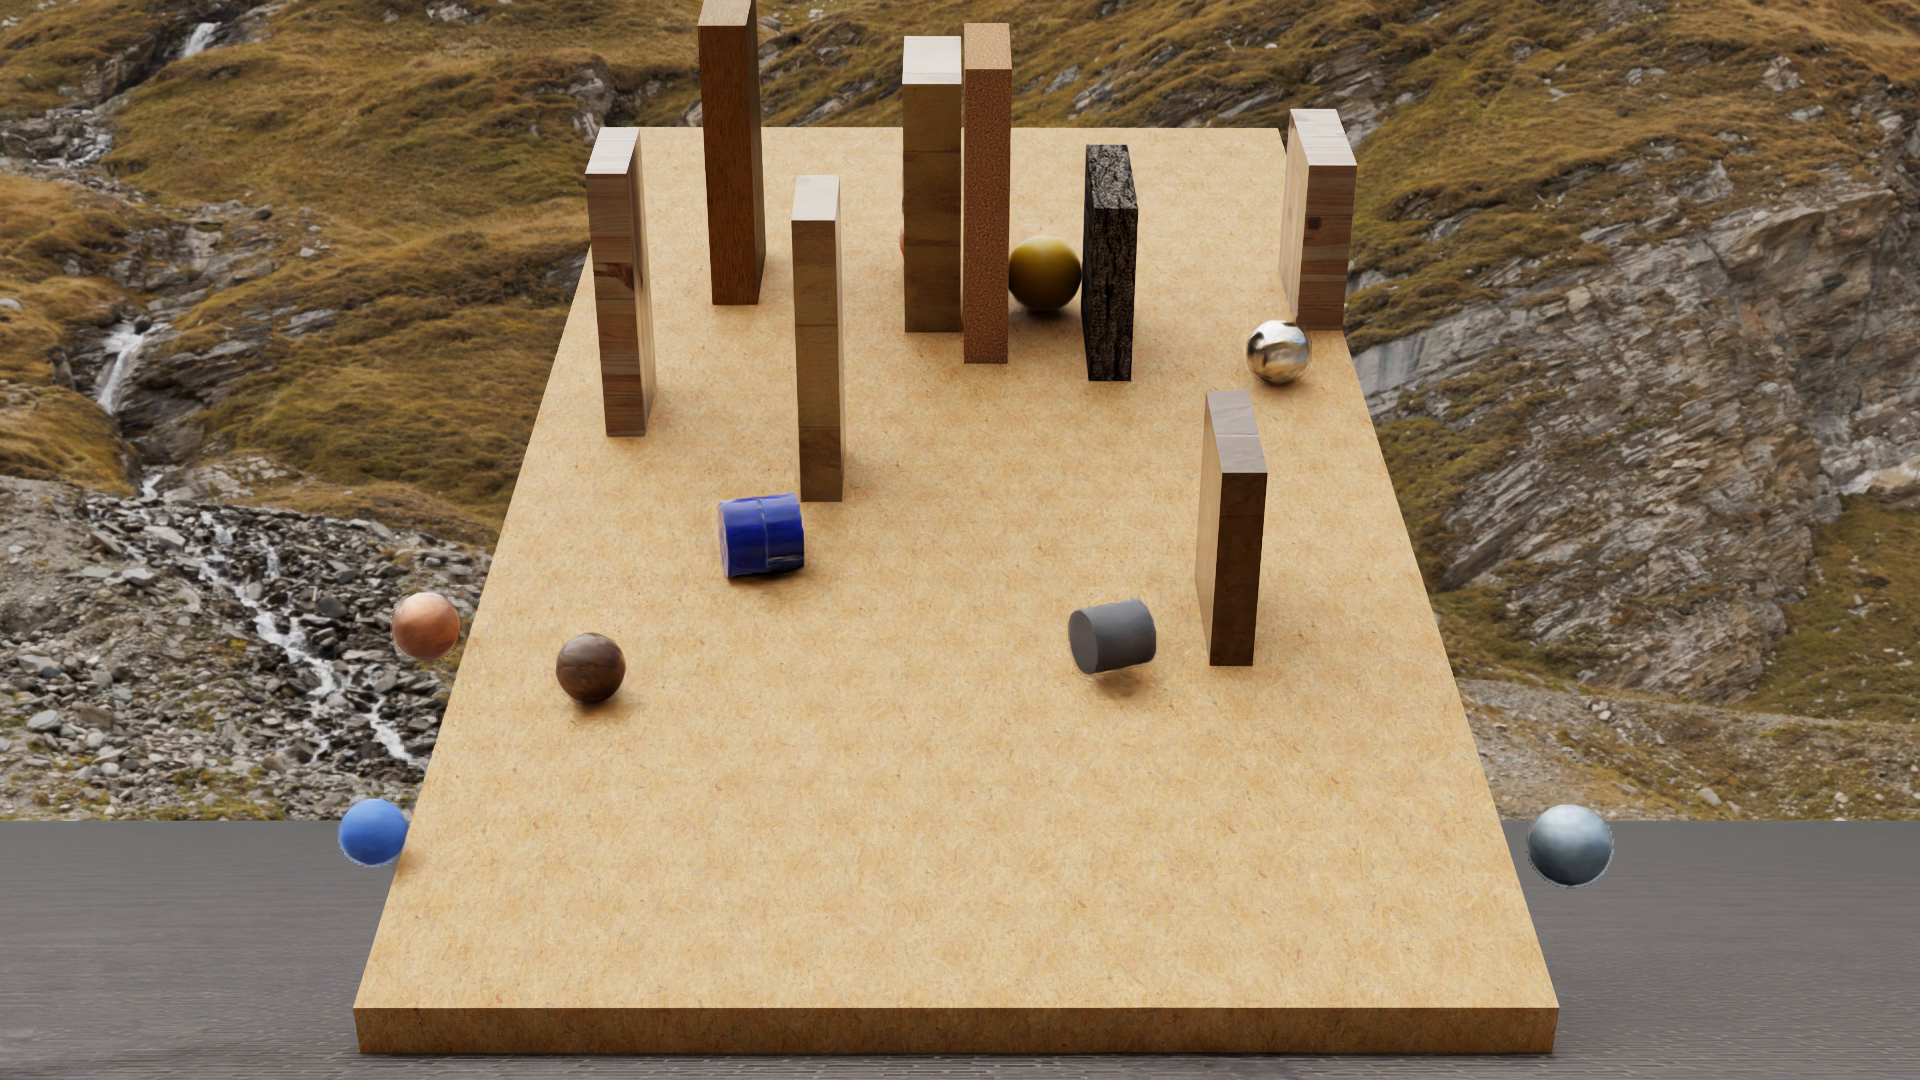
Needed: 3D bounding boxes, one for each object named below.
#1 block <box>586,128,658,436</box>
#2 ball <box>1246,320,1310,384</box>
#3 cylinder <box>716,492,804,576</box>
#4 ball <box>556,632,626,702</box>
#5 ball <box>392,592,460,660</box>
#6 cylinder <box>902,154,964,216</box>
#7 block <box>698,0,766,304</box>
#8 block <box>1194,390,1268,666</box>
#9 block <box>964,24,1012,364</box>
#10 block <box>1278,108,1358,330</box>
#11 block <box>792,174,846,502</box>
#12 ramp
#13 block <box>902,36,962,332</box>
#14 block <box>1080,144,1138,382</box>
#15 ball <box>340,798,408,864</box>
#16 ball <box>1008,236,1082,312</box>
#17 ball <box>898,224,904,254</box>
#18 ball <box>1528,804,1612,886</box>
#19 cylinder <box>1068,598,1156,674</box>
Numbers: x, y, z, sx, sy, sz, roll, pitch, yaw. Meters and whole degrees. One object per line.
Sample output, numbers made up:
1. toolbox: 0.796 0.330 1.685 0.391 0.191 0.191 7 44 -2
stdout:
1. block: -0.789 -0.601 5.684 0.091 0.664 0.280 0 31 0
2. ball: 0.780 -0.462 5.954 0.159 0.159 0.159 0 -6 0
3. cylinder: -0.427 -0.012 5.184 0.163 0.163 0.163 -7 -5 -11
4. ball: -0.725 0.251 4.766 0.137 0.137 0.137 0 -6 0
5. ball: -1.091 0.176 4.957 0.138 0.138 0.138 0 -6 0
6. cylinder: -0.064 -0.944 6.474 0.162 0.162 0.162 9 30 -5
7. block: -0.589 -1.029 6.315 0.119 0.756 0.343 0 31 0
8. block: 0.548 -0.026 4.936 0.088 0.447 0.344 0 31 0
9. block: 0.065 -0.856 6.016 0.109 0.768 0.328 0 31 0
10. block: 0.922 -0.832 6.290 0.119 0.453 0.388 0 31 0
11. block: -0.312 -0.445 5.404 0.093 0.685 0.252 0 31 0
12. ramp: -0.014 -0.203 5.767 2.000 0.100 4.000 0 31 0
13. block: -0.070 -0.907 6.200 0.143 0.667 0.346 0 31 0
14. block: 0.369 -0.694 6.048 0.104 0.459 0.409 0 31 0
15. ball: -1.049 0.521 4.343 0.117 0.117 0.117 0 -6 0
16. ball: 0.217 -0.690 6.296 0.199 0.199 0.199 0 -6 0
17. ball: -0.092 -0.810 6.545 0.148 0.148 0.148 0 -6 0
18. ball: 1.169 0.585 4.654 0.155 0.155 0.155 0 -6 0
19. cylinder: 0.303 0.192 4.829 0.130 0.130 0.130 -10 -2 -22
